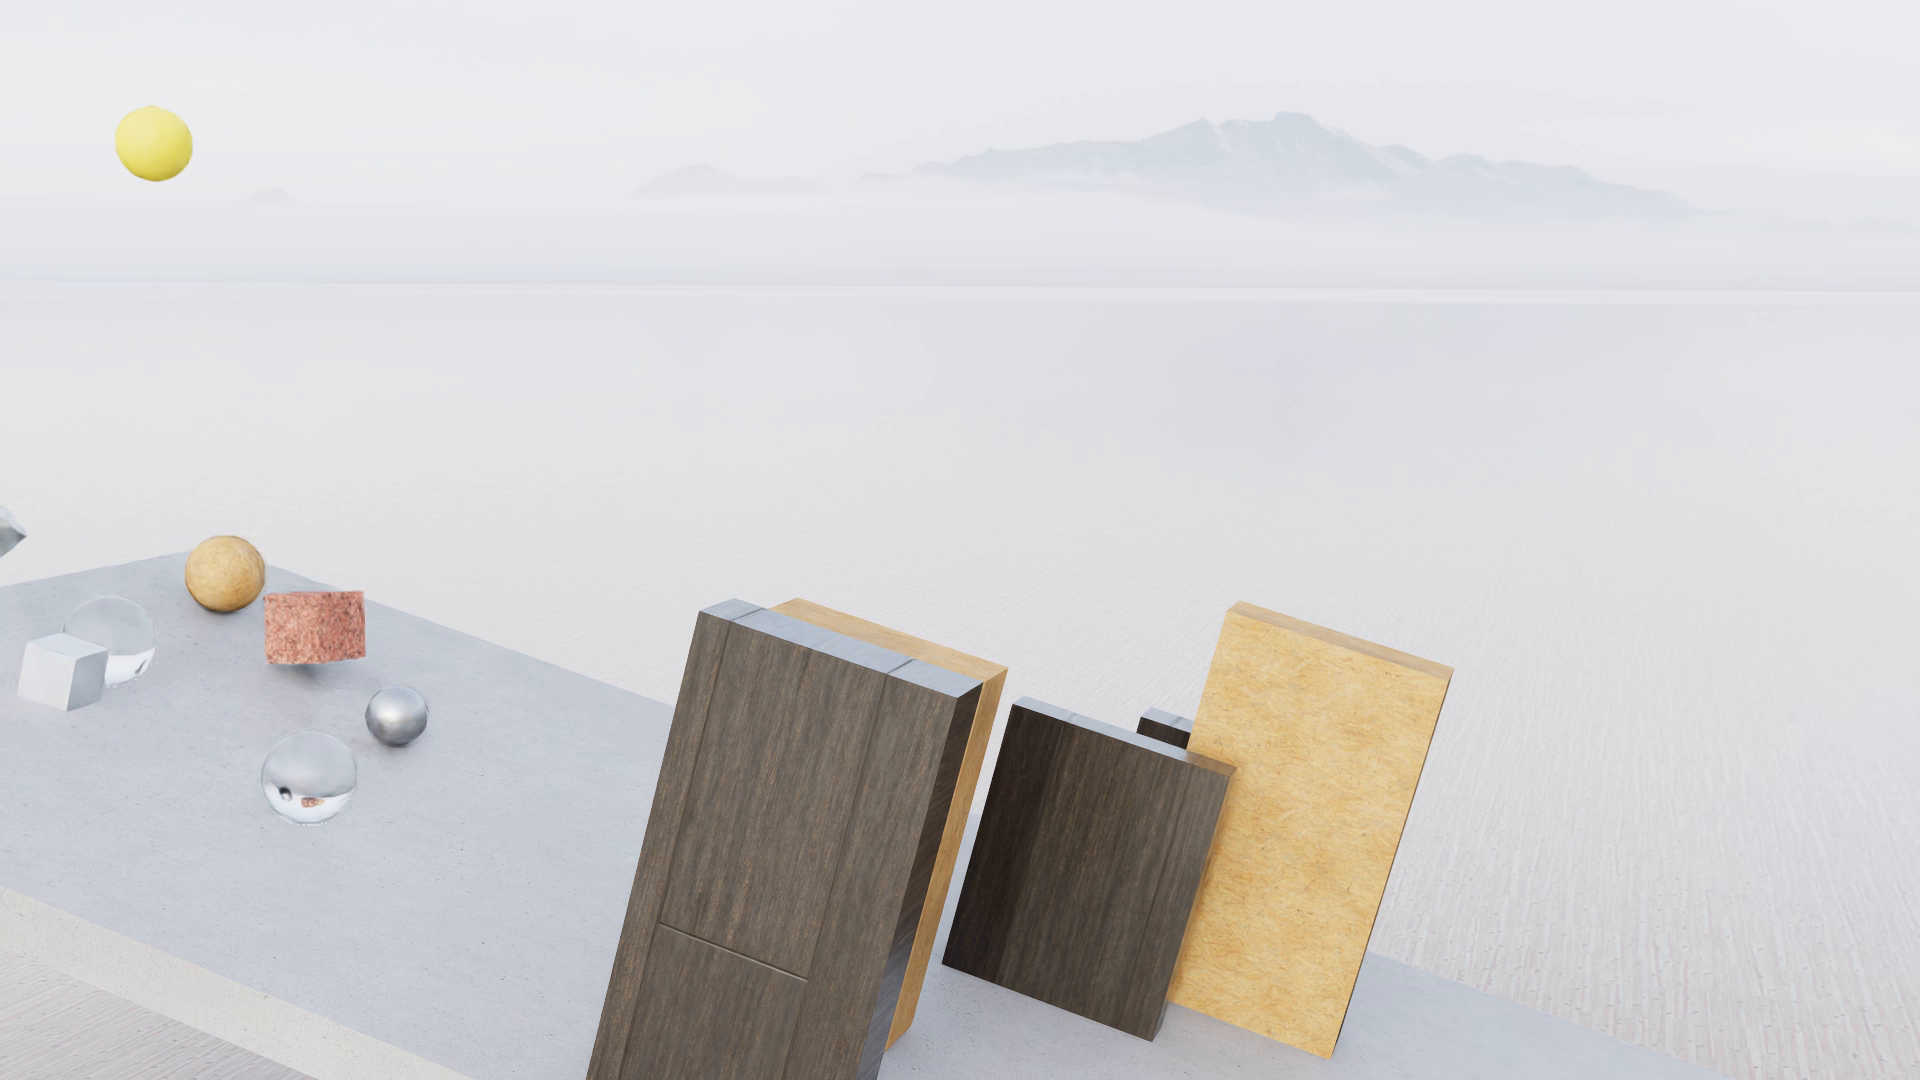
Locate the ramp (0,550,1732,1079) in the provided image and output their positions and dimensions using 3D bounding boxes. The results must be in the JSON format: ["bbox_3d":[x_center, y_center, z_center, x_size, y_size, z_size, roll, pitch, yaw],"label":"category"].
[{"bbox_3d":[-0.385,0.764,4.245,4.000,0.100,2.000,18,11,14],"label":"ramp"}]

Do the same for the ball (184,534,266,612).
[{"bbox_3d":[-1.723,0.079,5.155,0.182,0.182,0.182,0,7,0],"label":"ball"}]

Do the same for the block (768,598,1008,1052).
[{"bbox_3d":[-0.206,0.488,3.817,0.400,0.676,0.141,18,11,14],"label":"block"}]

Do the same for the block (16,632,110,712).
[{"bbox_3d":[-1.777,0.262,4.359,0.112,0.112,0.112,17,11,11],"label":"block"}]

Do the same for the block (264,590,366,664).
[{"bbox_3d":[-1.433,0.192,4.885,0.150,0.150,0.150,-1,2,25],"label":"block"}]

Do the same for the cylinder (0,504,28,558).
[{"bbox_3d":[-2.086,-0.012,4.703,0.120,0.120,0.120,-43,16,-8],"label":"cylinder"}]

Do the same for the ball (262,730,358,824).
[{"bbox_3d":[-1.205,0.439,4.075,0.172,0.172,0.172,0,7,0],"label":"ball"}]

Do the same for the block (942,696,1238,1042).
[{"bbox_3d":[0.240,0.616,4.141,0.427,0.533,0.083,18,11,14],"label":"block"}]

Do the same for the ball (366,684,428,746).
[{"bbox_3d":[-1.174,0.366,4.588,0.128,0.128,0.128,0,7,0],"label":"ball"}]

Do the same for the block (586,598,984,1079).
[{"bbox_3d":[-0.270,0.524,3.300,0.410,0.775,0.132,18,11,14],"label":"block"}]

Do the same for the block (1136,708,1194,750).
[{"bbox_3d":[0.524,0.623,4.803,0.366,0.409,0.110,18,11,14],"label":"block"}]

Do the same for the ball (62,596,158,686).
[{"bbox_3d":[-1.740,0.205,4.500,0.184,0.184,0.184,0,7,0],"label":"ball"}]

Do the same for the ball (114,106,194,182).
[{"bbox_3d":[-1.659,-0.816,4.527,0.152,0.152,0.152,0,7,0],"label":"ball"}]

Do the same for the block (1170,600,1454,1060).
[{"bbox_3d":[0.632,0.560,4.286,0.433,0.780,0.141,18,11,14],"label":"block"}]
